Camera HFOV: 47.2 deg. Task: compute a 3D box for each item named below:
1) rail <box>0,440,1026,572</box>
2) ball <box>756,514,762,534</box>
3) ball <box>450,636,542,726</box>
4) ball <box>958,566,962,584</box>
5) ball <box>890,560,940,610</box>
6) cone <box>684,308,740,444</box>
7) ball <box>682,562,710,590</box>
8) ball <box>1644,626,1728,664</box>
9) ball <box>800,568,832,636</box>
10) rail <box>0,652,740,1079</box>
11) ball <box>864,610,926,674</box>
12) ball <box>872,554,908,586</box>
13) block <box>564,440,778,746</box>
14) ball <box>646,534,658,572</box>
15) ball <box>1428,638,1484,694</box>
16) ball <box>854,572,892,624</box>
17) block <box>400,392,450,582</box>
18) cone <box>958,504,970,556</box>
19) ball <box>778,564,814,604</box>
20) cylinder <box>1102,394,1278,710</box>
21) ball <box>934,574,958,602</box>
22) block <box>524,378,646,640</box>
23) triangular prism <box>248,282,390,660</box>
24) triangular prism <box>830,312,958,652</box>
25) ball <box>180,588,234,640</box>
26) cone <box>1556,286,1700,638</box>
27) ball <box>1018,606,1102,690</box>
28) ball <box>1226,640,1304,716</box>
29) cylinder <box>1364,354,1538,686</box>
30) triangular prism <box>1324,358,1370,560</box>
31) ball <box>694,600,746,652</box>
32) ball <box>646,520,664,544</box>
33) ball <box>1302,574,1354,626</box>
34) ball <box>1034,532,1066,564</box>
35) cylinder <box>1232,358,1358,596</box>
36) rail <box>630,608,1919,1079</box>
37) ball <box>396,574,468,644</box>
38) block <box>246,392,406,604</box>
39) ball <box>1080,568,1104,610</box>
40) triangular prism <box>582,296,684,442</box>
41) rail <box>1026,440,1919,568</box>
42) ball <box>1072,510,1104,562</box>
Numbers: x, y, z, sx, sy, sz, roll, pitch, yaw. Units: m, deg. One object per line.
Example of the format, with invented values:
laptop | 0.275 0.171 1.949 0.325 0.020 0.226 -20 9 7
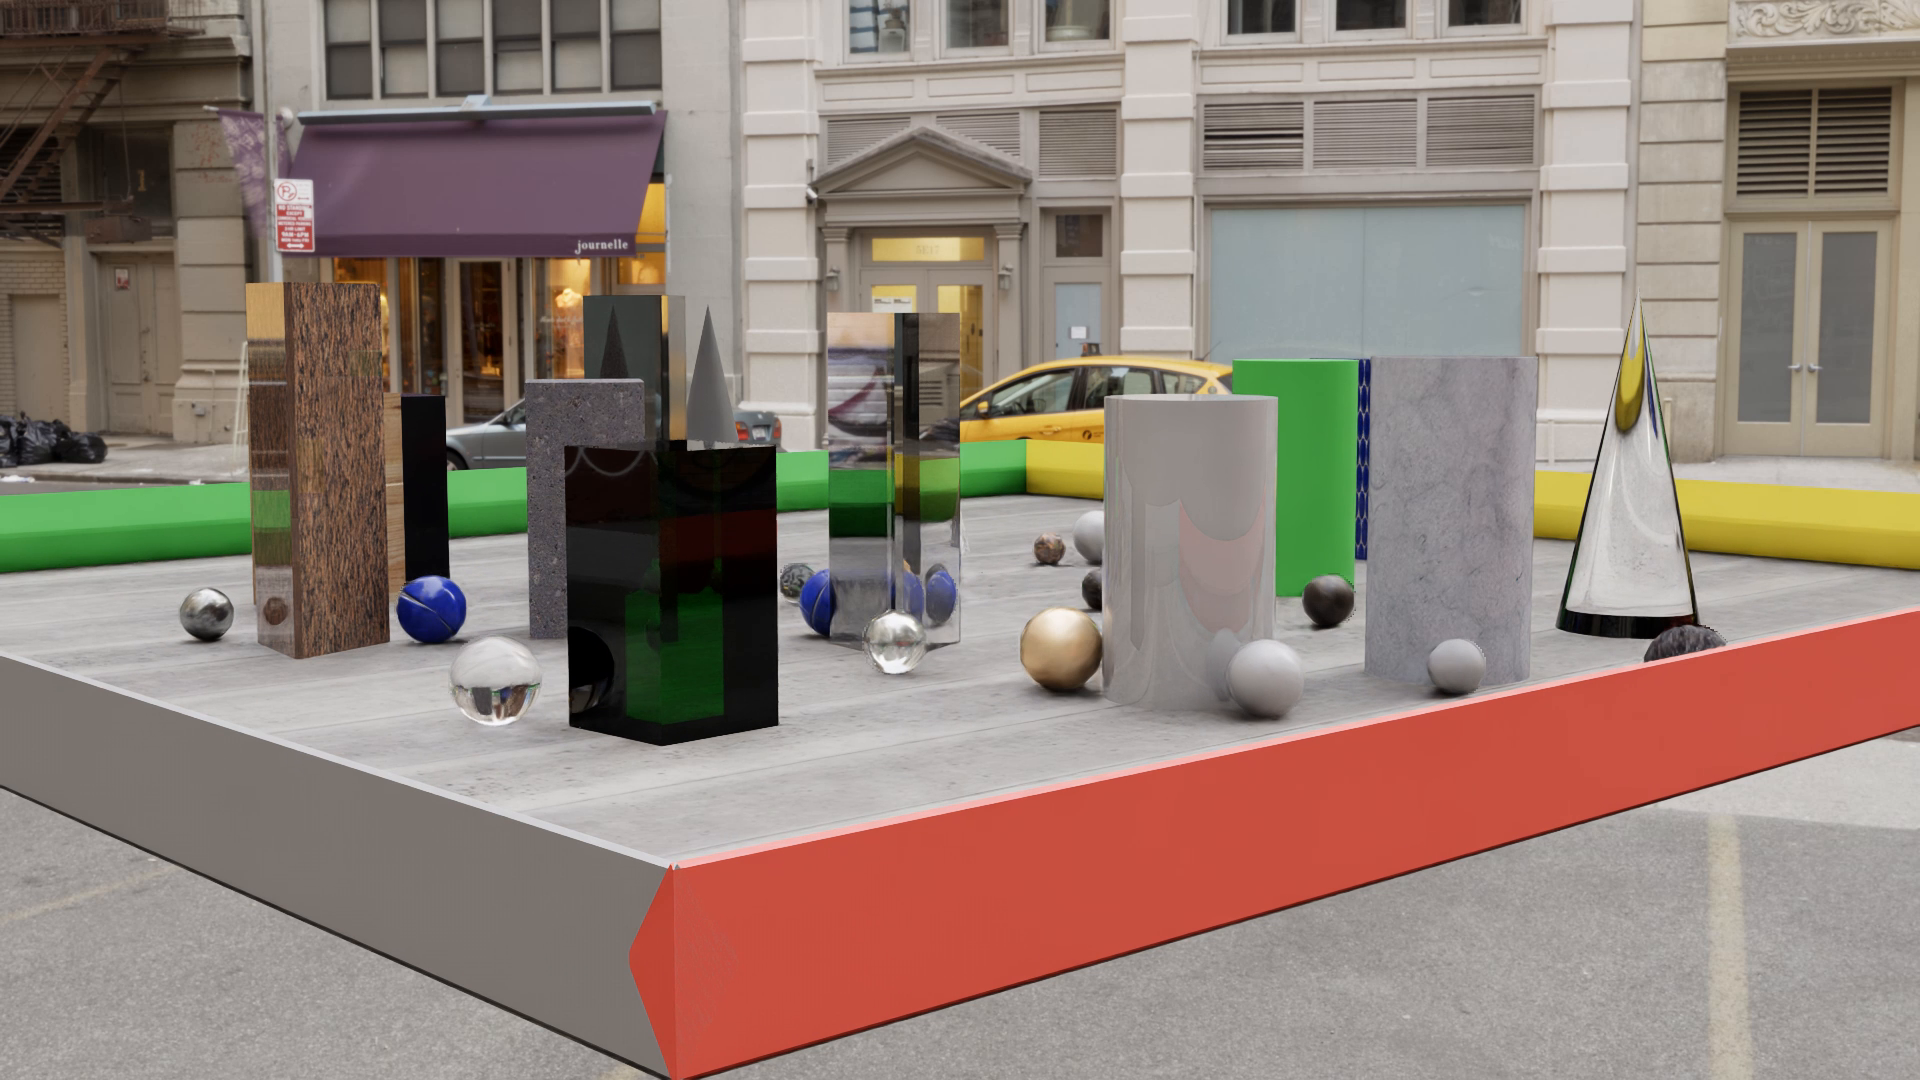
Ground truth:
rail | -0.947 -0.073 4.353 3.066 0.129 0.045 -5 8 -42
ball | -0.412 -0.027 4.250 0.061 0.061 0.061 0 6 0
ball | -0.500 0.151 2.369 0.097 0.097 0.097 0 6 0
ball | -0.020 0.057 3.515 0.046 0.046 0.046 0 6 0
ball | -0.068 0.066 3.293 0.074 0.074 0.074 0 6 0
cone | -0.467 -0.211 4.100 0.199 0.458 0.199 0 6 0
ball | -0.422 0.058 3.511 0.045 0.045 0.045 0 6 0
ball | 0.809 0.143 2.441 0.098 0.098 0.098 0 6 0
ball | -0.173 0.086 3.015 0.094 0.094 0.094 0 6 0
rail | -1.109 0.140 2.314 0.045 0.129 2.841 -5 8 -42
ball | -0.080 0.126 2.703 0.078 0.078 0.078 0 6 0
ball | -0.104 0.055 3.437 0.067 0.067 0.067 0 6 0
block | -0.308 0.050 2.351 0.159 0.302 0.159 6 8 44
ball | -0.546 0.023 3.713 0.074 0.074 0.074 0 6 0
ball | 0.578 0.147 2.561 0.064 0.064 0.064 0 6 0
ball | -0.135 0.082 3.134 0.075 0.075 0.075 0 6 0
block | -0.963 -0.090 3.681 0.159 0.304 0.159 -4 7 -33
cone | -0.080 -0.194 4.058 0.199 0.433 0.199 0 6 0
ball | -0.246 0.067 3.348 0.060 0.060 0.060 0 6 0
cylinder | 0.264 0.008 2.536 0.199 0.346 0.199 0 6 0
ball | -0.025 0.074 3.370 0.044 0.044 0.044 0 6 0
block | -0.520 -0.047 3.060 0.159 0.348 0.159 -1 6 -10
triangular prism | -0.833 -0.098 2.907 0.149 0.480 0.172 -4 7 -33
triangular prism | -0.064 -0.078 2.907 0.149 0.442 0.172 -4 7 -34
ball | -1.021 0.101 2.983 0.070 0.070 0.070 0 6 0
cone | 0.940 -0.114 3.068 0.199 0.479 0.199 0 6 0
ball | 0.119 0.127 2.587 0.099 0.099 0.099 0 6 0
ball | 0.336 0.152 2.419 0.085 0.085 0.085 0 6 0
cylinder | 0.600 -0.030 2.692 0.199 0.389 0.199 0 6 0
triangular prism | 0.751 -0.152 4.017 0.149 0.359 0.172 -5 8 -42
ball | -0.313 0.113 2.877 0.068 0.068 0.068 0 6 0
ball | -0.578 -0.014 4.186 0.048 0.048 0.048 0 6 0
ball | 0.522 0.085 3.117 0.074 0.074 0.074 0 6 0
ball | 0.157 0.015 3.870 0.057 0.057 0.057 0 6 0
cylinder | 0.534 -0.104 3.520 0.199 0.366 0.199 0 6 0
rail | 0.947 0.140 2.311 3.066 0.129 0.045 -5 8 -42
ball | -0.709 0.093 2.951 0.092 0.092 0.092 0 6 0
block | -0.965 -0.064 3.356 0.159 0.319 0.159 3 7 29
ball | 0.212 0.073 3.275 0.064 0.064 0.064 0 6 0
triangular prism | -0.499 -0.165 3.603 0.172 0.469 0.149 4 7 32
rail | 1.109 -0.073 4.350 0.045 0.129 2.841 -5 8 -42
ball | 0.246 -0.007 3.898 0.093 0.093 0.093 0 6 0
